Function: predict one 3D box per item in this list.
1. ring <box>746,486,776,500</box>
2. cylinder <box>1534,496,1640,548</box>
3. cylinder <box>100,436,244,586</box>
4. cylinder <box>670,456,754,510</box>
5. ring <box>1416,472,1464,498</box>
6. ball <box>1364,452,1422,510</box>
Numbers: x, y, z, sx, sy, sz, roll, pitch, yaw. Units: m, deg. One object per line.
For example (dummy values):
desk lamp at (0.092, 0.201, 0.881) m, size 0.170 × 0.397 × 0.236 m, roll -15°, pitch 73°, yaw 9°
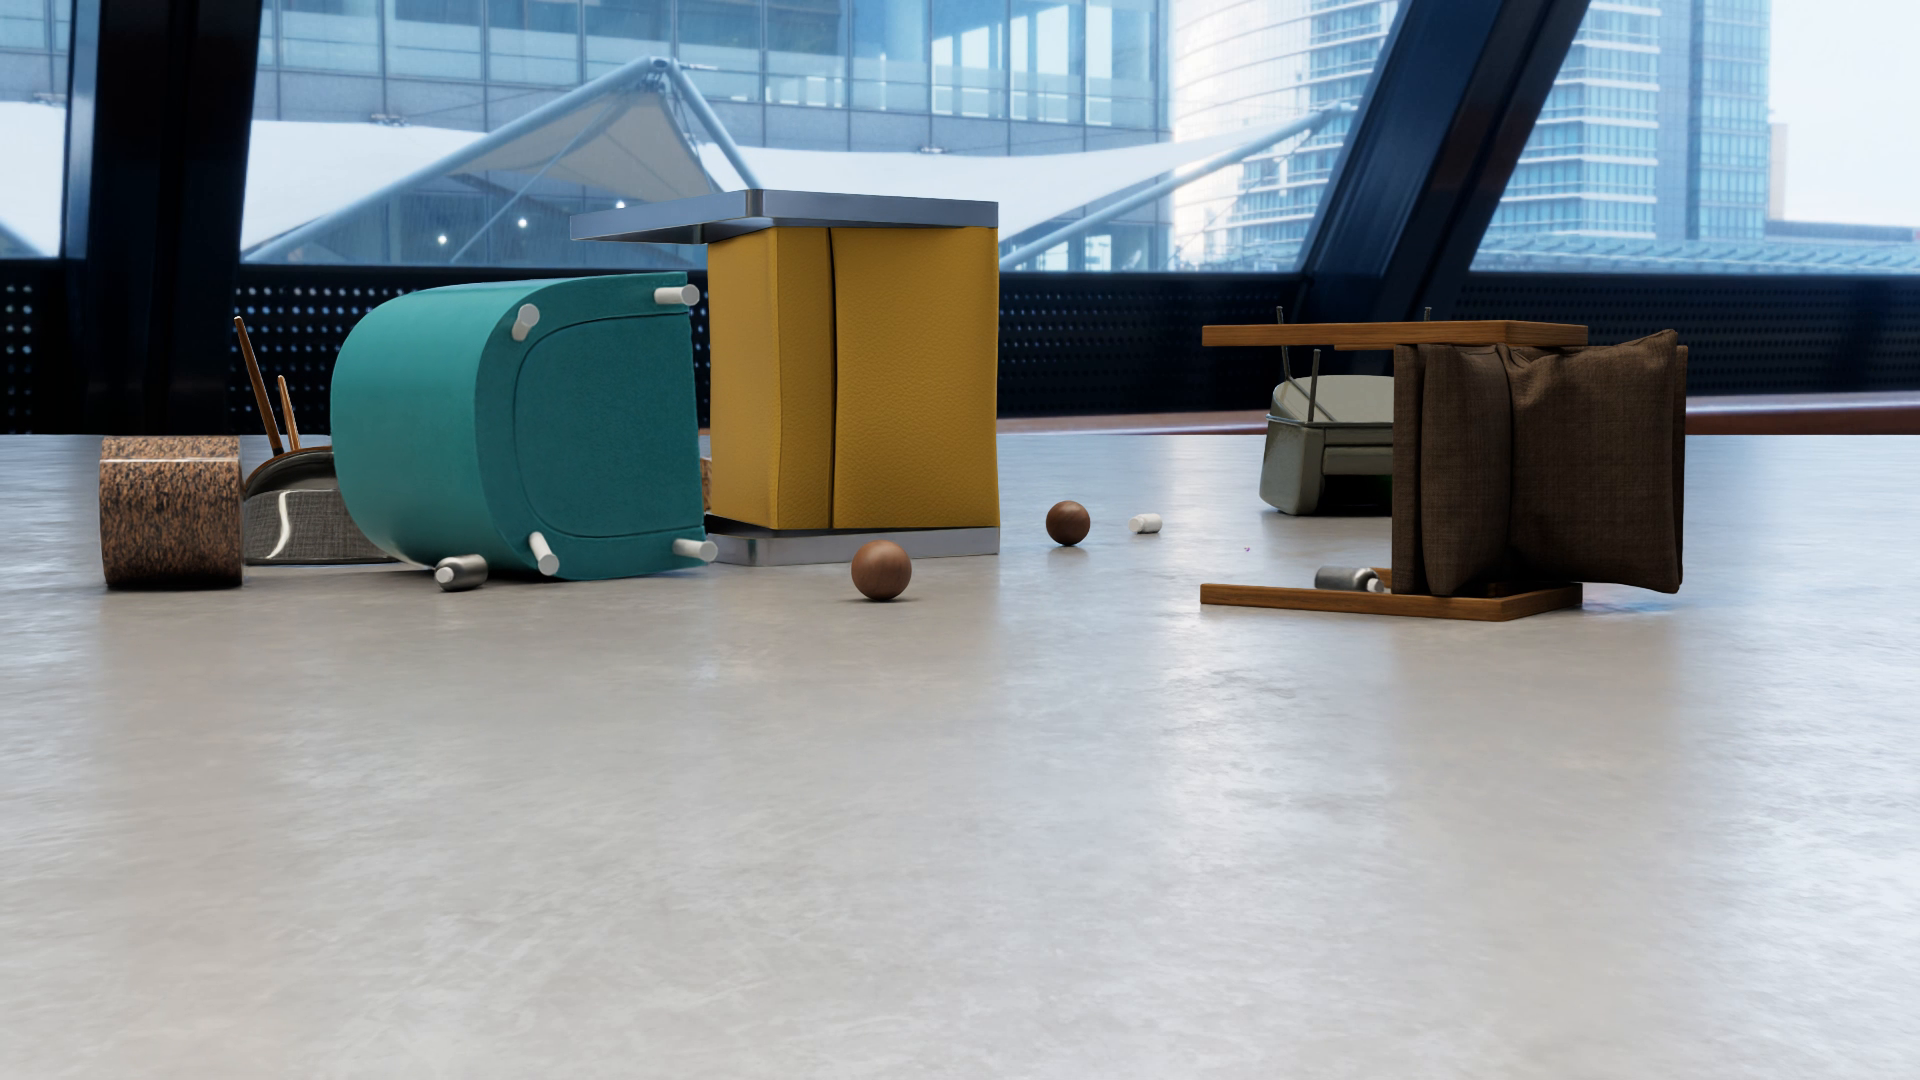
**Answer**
ring at (-0.854, -0.192, 8.958) m, size 0.204 × 0.055 × 0.211 m, roll -1°, pitch 3°, yaw -27°
cylinder at (1.790, -0.054, 6.286) m, size 0.175 × 0.140 × 0.239 m, roll -3°, pitch 13°, yaw -33°
cylinder at (-1.798, -0.066, 5.034) m, size 0.290 × 0.338 × 0.358 m, roll -1°, pitch -8°, yaw -16°
cylinder at (-0.930, -0.215, 8.234) m, size 0.224 × 0.197 × 0.249 m, roll -4°, pitch 2°, yaw 23°
ring at (1.952, -0.228, 9.151) m, size 0.286 × 0.100 × 0.281 m, roll 0°, pitch 5°, yaw 17°
ball at (1.613, -0.220, 8.196) m, size 0.212 × 0.212 × 0.212 m, roll 0°, pitch 4°, yaw 0°
